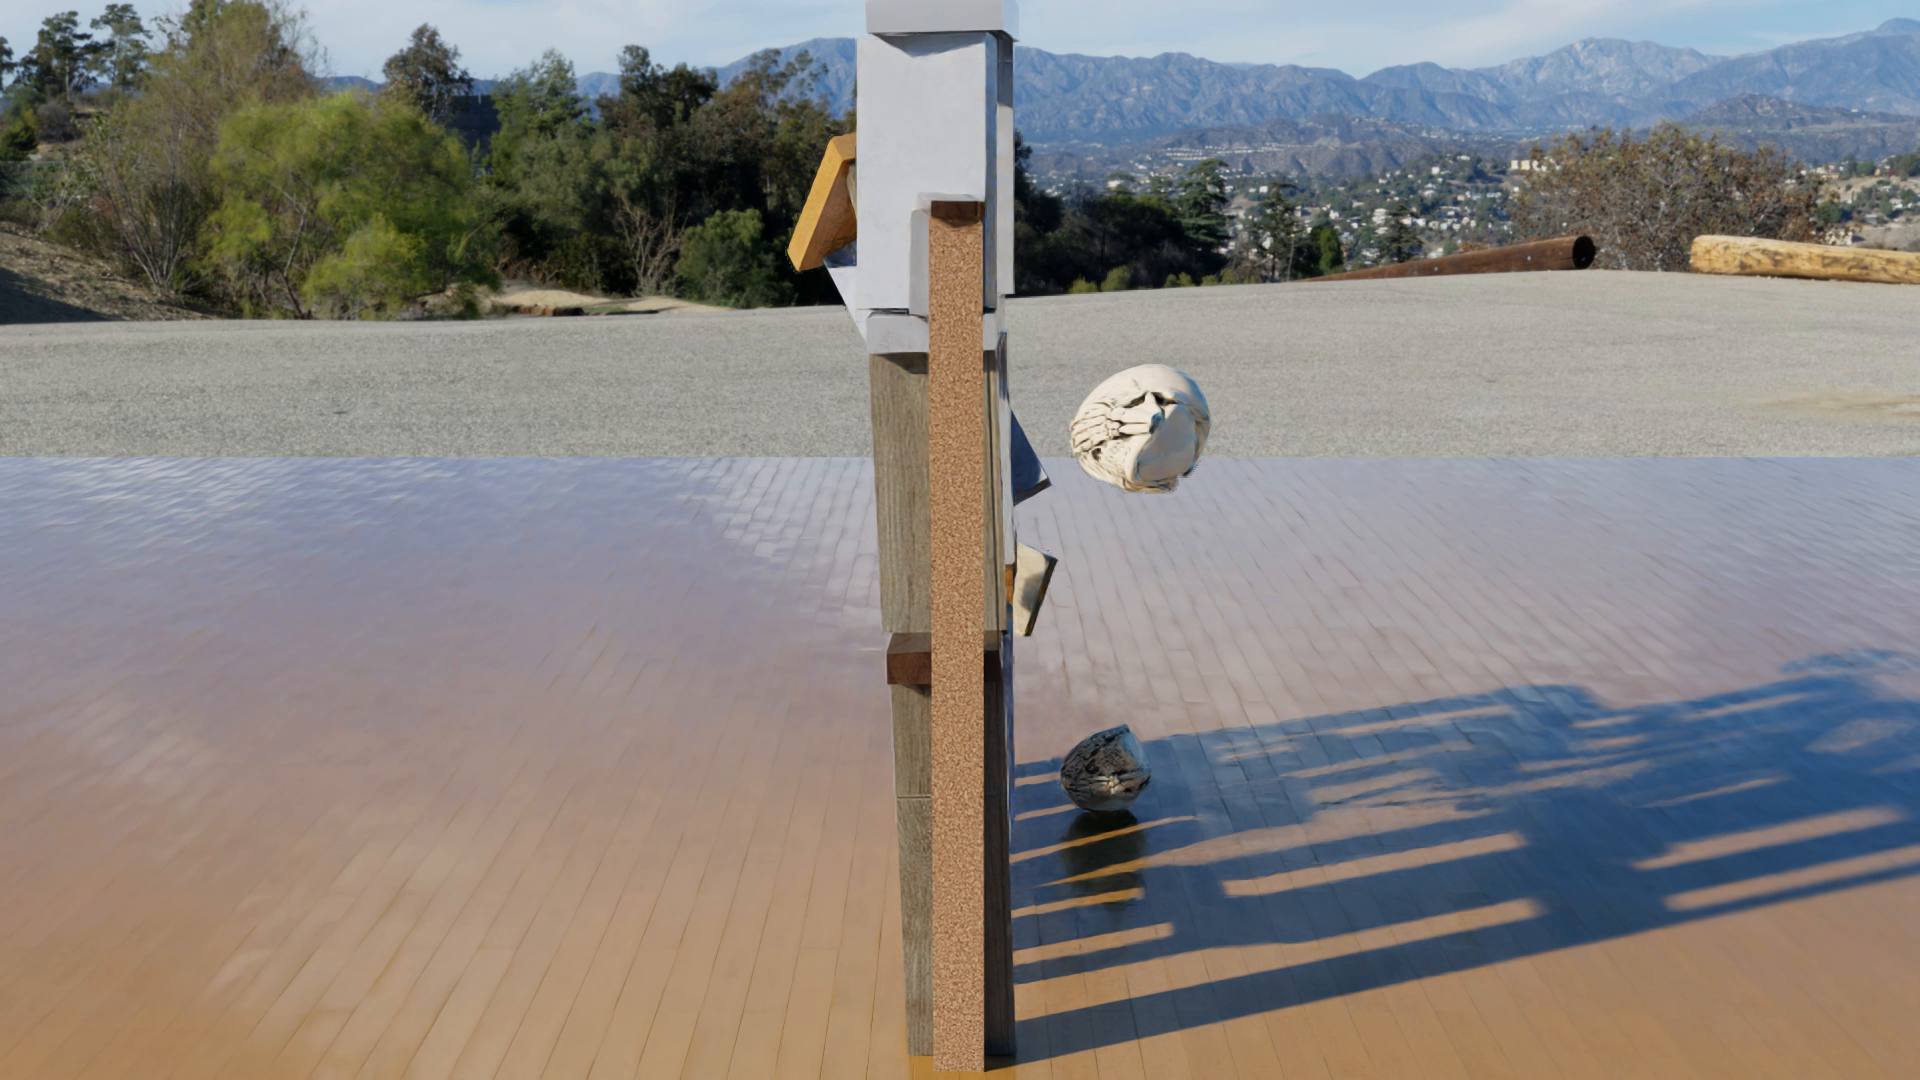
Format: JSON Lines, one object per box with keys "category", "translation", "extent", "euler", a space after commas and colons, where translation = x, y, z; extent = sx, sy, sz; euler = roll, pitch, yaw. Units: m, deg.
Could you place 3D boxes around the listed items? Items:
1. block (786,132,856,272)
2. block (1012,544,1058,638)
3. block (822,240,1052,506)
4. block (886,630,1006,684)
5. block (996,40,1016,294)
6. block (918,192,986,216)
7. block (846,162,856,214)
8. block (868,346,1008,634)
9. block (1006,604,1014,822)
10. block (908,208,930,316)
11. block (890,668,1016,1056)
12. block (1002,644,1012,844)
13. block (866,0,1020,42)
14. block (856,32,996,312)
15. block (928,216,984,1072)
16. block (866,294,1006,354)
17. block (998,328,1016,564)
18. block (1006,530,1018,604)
{"category": "block", "translation": [-0.168, -0.552, 3.548], "extent": [0.154, 0.044, 0.309], "euler": [-17, -20, -26]}
{"category": "block", "translation": [0.107, 0.082, 3.621], "extent": [0.069, 0.139, 0.020], "euler": [25, 10, 37]}
{"category": "block", "translation": [-0.040, -0.276, 3.561], "extent": [0.154, 0.523, 0.044], "euler": [-29, -18, 4]}
{"category": "block", "translation": [-0.015, 0.140, 3.028], "extent": [0.149, 0.042, 0.298], "euler": [-2, 11, 3]}
{"category": "block", "translation": [-0.011, -0.533, 3.165], "extent": [0.179, 0.357, 0.051], "euler": [0, 8, 5]}
{"category": "block", "translation": [-0.012, -0.426, 2.796], "extent": [0.068, 0.019, 0.136], "euler": [-1, 13, -8]}
{"category": "block", "translation": [-0.062, -0.445, 3.381], "extent": [0.154, 0.309, 0.044], "euler": [-10, -20, -16]}
{"category": "block", "translation": [-0.028, -0.069, 2.981], "extent": [0.169, 0.385, 0.048], "euler": [-2, 11, 3]}
{"category": "block", "translation": [-0.005, 0.249, 3.265], "extent": [0.169, 0.338, 0.048], "euler": [-1, 12, 1]}
{"category": "block", "translation": [-0.032, -0.360, 2.854], "extent": [0.068, 0.136, 0.019], "euler": [1, 15, -2]}
{"category": "block", "translation": [-0.007, 0.441, 2.990], "extent": [0.149, 0.535, 0.042], "euler": [-2, 12, 2]}
{"category": "block", "translation": [-0.005, 0.288, 3.160], "extent": [0.149, 0.298, 0.042], "euler": [-2, 11, 3]}
{"category": "block", "translation": [-0.018, -0.715, 3.016], "extent": [0.179, 0.051, 0.357], "euler": [0, 10, 5]}
{"category": "block", "translation": [-0.044, -0.485, 2.918], "extent": [0.179, 0.357, 0.051], "euler": [1, 3, 17]}
{"category": "block", "translation": [-0.003, 0.156, 2.868], "extent": [0.068, 1.146, 0.019], "euler": [0, 12, 3]}
{"category": "block", "translation": [-0.029, -0.302, 3.050], "extent": [0.169, 0.048, 0.338], "euler": [-1, 11, 4]}
{"category": "block", "translation": [-0.011, -0.134, 3.197], "extent": [0.169, 0.338, 0.048], "euler": [-1, 10, 5]}
{"category": "block", "translation": [-0.001, 0.039, 3.334], "extent": [0.169, 0.048, 0.338], "euler": [0, 11, 3]}
